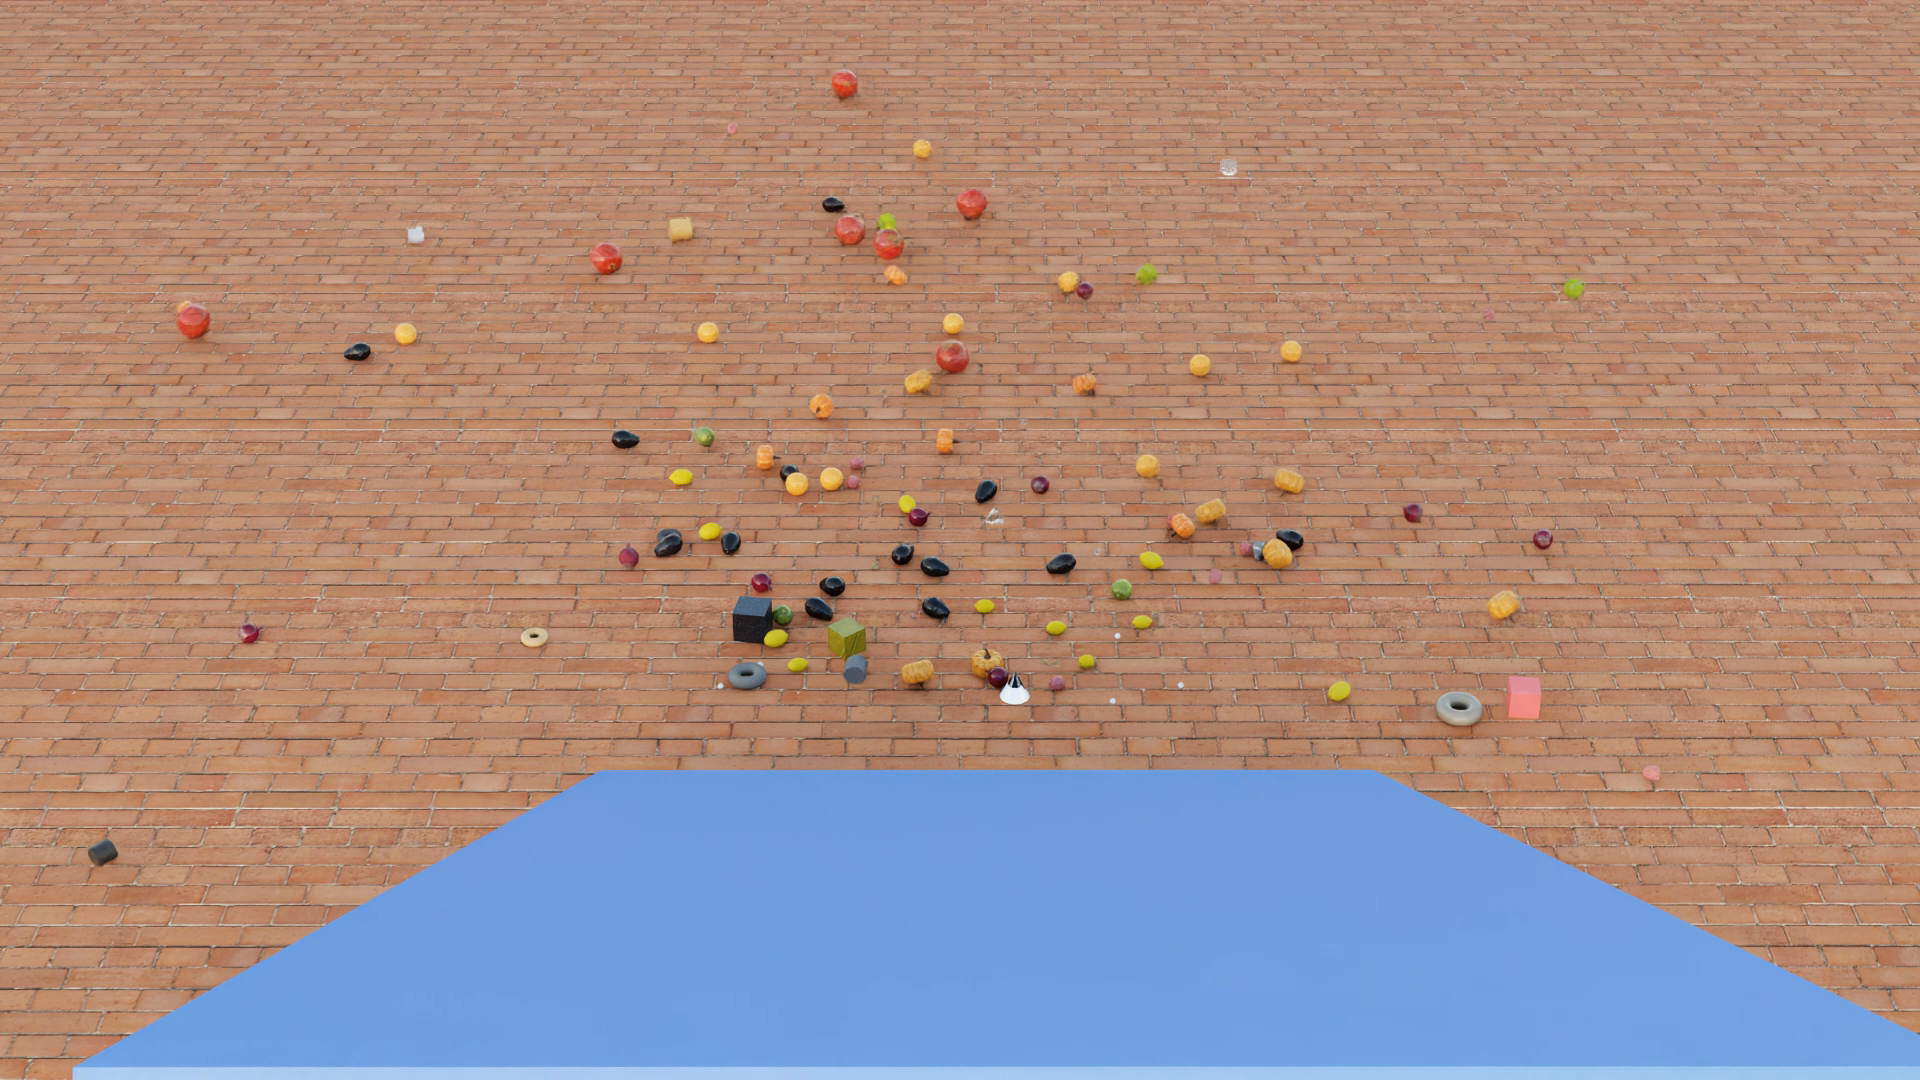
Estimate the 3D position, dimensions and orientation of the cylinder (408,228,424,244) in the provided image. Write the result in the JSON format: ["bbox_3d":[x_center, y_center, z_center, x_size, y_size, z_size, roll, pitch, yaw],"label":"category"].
[{"bbox_3d":[-2.019,-1.129,9.607,0.053,0.053,0.053,-9,33,-14],"label":"cylinder"}]

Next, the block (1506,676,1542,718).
[{"bbox_3d":[1.536,0.429,7.065,0.080,0.080,0.080,3,32,4],"label":"block"}]

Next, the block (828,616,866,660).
[{"bbox_3d":[-0.319,0.277,7.314,0.076,0.076,0.076,-24,39,-34],"label":"block"}]

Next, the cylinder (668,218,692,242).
[{"bbox_3d":[-1.040,-1.153,9.622,0.078,0.078,0.078,-9,33,-15],"label":"cylinder"}]

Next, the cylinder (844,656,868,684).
[{"bbox_3d":[-0.288,0.360,7.195,0.059,0.059,0.059,3,32,4],"label":"cylinder"}]

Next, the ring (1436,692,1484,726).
[{"bbox_3d":[1.358,0.459,7.052,0.129,0.043,0.129,-1,33,0],"label":"ring"}]

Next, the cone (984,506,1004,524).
[{"bbox_3d":[0.095,-0.066,7.917,0.057,0.057,0.057,-23,29,14],"label":"cone"}]

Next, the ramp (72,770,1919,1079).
[{"bbox_3d":[0.071,0.624,4.711,2.000,0.100,4.000,0,-1,0],"label":"ramp"}]

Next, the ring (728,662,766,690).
[{"bbox_3d":[-0.591,0.377,7.192,0.107,0.036,0.107,-1,31,0],"label":"ring"}]

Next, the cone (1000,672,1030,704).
[{"bbox_3d":[0.151,0.394,7.120,0.082,0.082,0.082,0,32,0],"label":"cone"}]

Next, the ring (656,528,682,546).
[{"bbox_3d":[-0.878,-0.009,7.825,0.075,0.025,0.075,0,30,0],"label":"ring"}]

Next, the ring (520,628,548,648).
[{"bbox_3d":[-1.209,0.276,7.363,0.078,0.026,0.078,1,33,-1],"label":"ring"}]

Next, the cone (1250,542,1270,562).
[{"bbox_3d":[0.892,0.043,7.740,0.057,0.057,0.057,9,63,13],"label":"cone"}]

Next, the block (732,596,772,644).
[{"bbox_3d":[-0.590,0.227,7.378,0.093,0.093,0.093,5,32,8],"label":"block"}]

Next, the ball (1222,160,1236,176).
[{"bbox_3d":[1.052,-1.453,10.123,0.060,0.060,0.060,0,32,0],"label":"ball"}]

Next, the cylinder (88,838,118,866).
[{"bbox_3d":[-2.156,0.787,6.514,0.052,0.052,0.052,25,40,34],"label":"cylinder"}]
